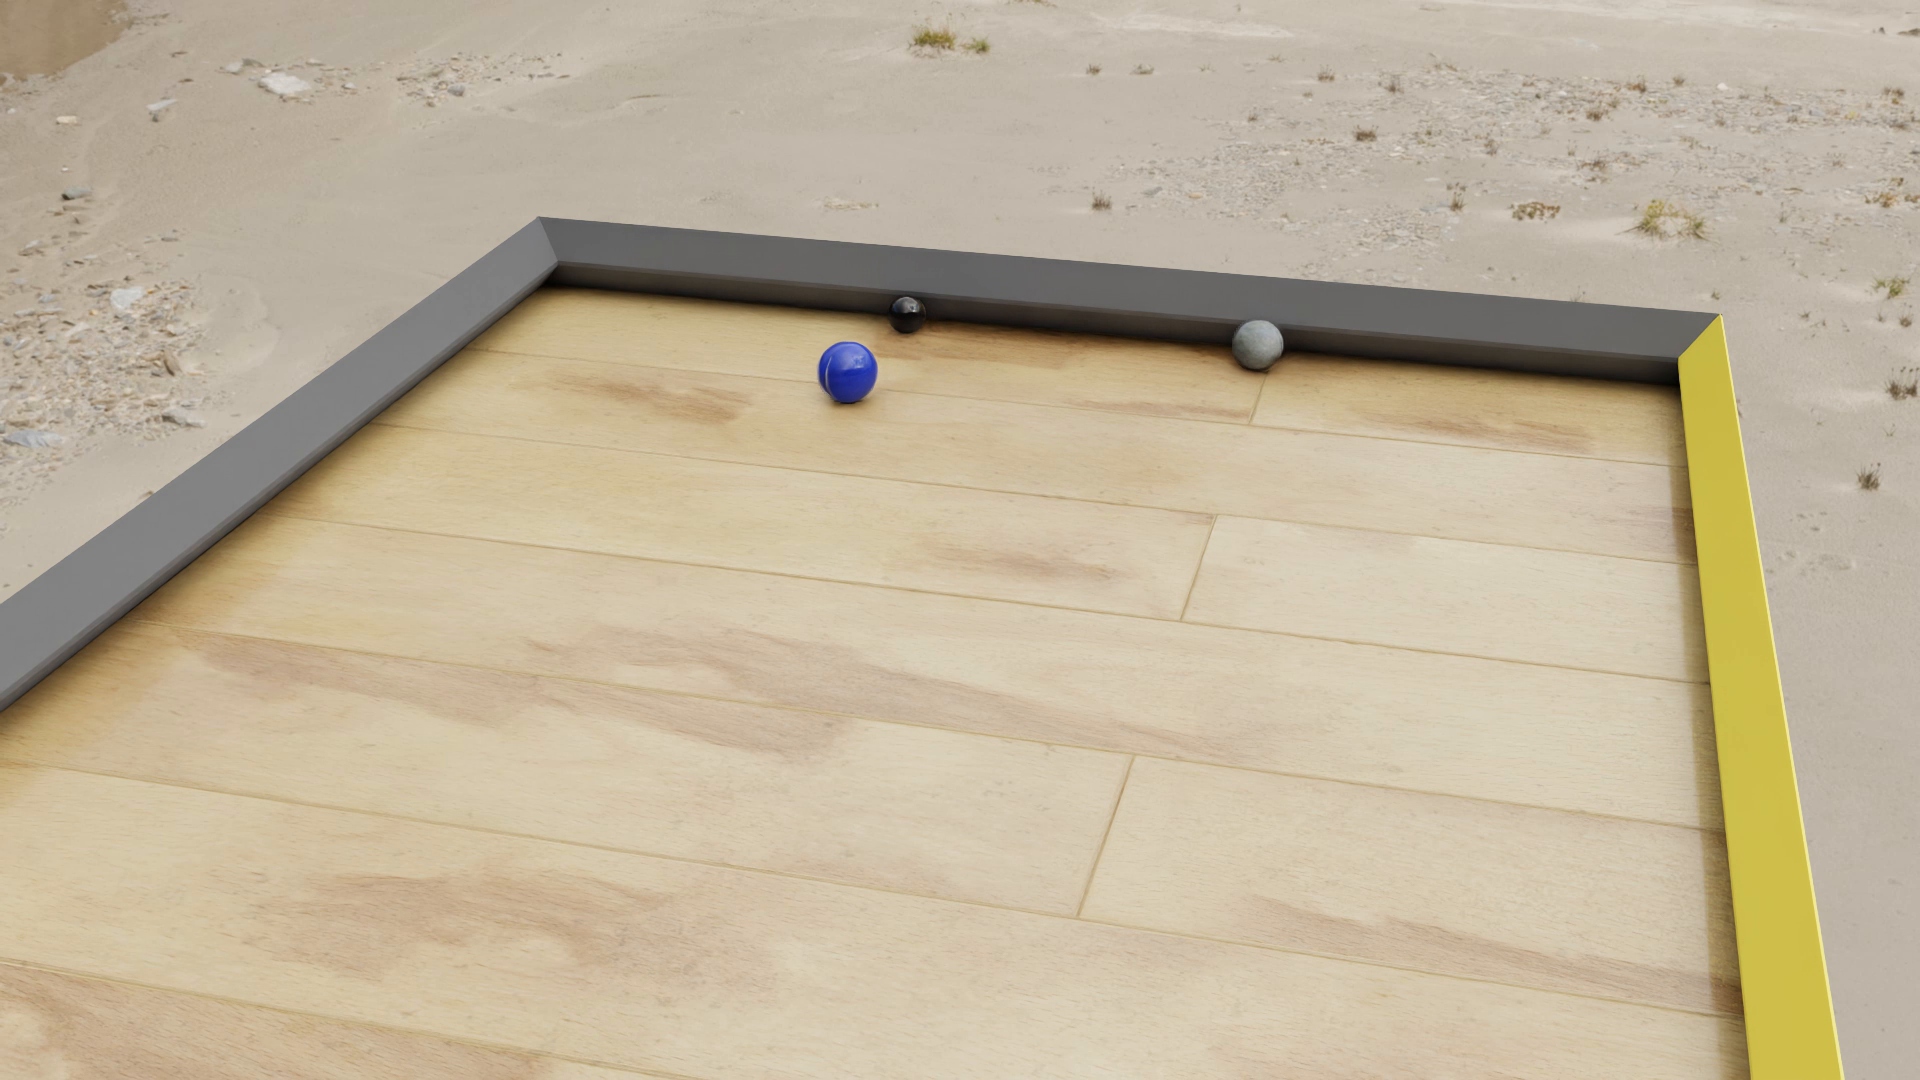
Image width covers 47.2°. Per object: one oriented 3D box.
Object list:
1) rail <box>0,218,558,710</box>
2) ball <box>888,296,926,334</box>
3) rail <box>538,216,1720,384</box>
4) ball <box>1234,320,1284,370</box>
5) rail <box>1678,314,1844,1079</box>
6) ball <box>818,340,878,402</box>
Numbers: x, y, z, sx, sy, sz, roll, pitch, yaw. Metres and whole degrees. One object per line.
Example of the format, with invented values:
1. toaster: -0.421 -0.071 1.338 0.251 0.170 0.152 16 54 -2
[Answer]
1. rail: -0.888 0.195 1.785 0.045 0.094 2.754 6 27 13
2. ball: -0.068 -0.290 2.826 0.050 0.050 0.050 0 26 0
3. rail: 0.165 -0.301 2.798 1.529 0.094 0.045 6 27 13
4. ball: 0.368 -0.241 2.713 0.061 0.061 0.061 0 26 0
5. rail: 0.547 0.356 1.456 0.045 0.094 2.754 6 27 13
6. ball: -0.133 -0.201 2.619 0.072 0.072 0.072 0 26 0
